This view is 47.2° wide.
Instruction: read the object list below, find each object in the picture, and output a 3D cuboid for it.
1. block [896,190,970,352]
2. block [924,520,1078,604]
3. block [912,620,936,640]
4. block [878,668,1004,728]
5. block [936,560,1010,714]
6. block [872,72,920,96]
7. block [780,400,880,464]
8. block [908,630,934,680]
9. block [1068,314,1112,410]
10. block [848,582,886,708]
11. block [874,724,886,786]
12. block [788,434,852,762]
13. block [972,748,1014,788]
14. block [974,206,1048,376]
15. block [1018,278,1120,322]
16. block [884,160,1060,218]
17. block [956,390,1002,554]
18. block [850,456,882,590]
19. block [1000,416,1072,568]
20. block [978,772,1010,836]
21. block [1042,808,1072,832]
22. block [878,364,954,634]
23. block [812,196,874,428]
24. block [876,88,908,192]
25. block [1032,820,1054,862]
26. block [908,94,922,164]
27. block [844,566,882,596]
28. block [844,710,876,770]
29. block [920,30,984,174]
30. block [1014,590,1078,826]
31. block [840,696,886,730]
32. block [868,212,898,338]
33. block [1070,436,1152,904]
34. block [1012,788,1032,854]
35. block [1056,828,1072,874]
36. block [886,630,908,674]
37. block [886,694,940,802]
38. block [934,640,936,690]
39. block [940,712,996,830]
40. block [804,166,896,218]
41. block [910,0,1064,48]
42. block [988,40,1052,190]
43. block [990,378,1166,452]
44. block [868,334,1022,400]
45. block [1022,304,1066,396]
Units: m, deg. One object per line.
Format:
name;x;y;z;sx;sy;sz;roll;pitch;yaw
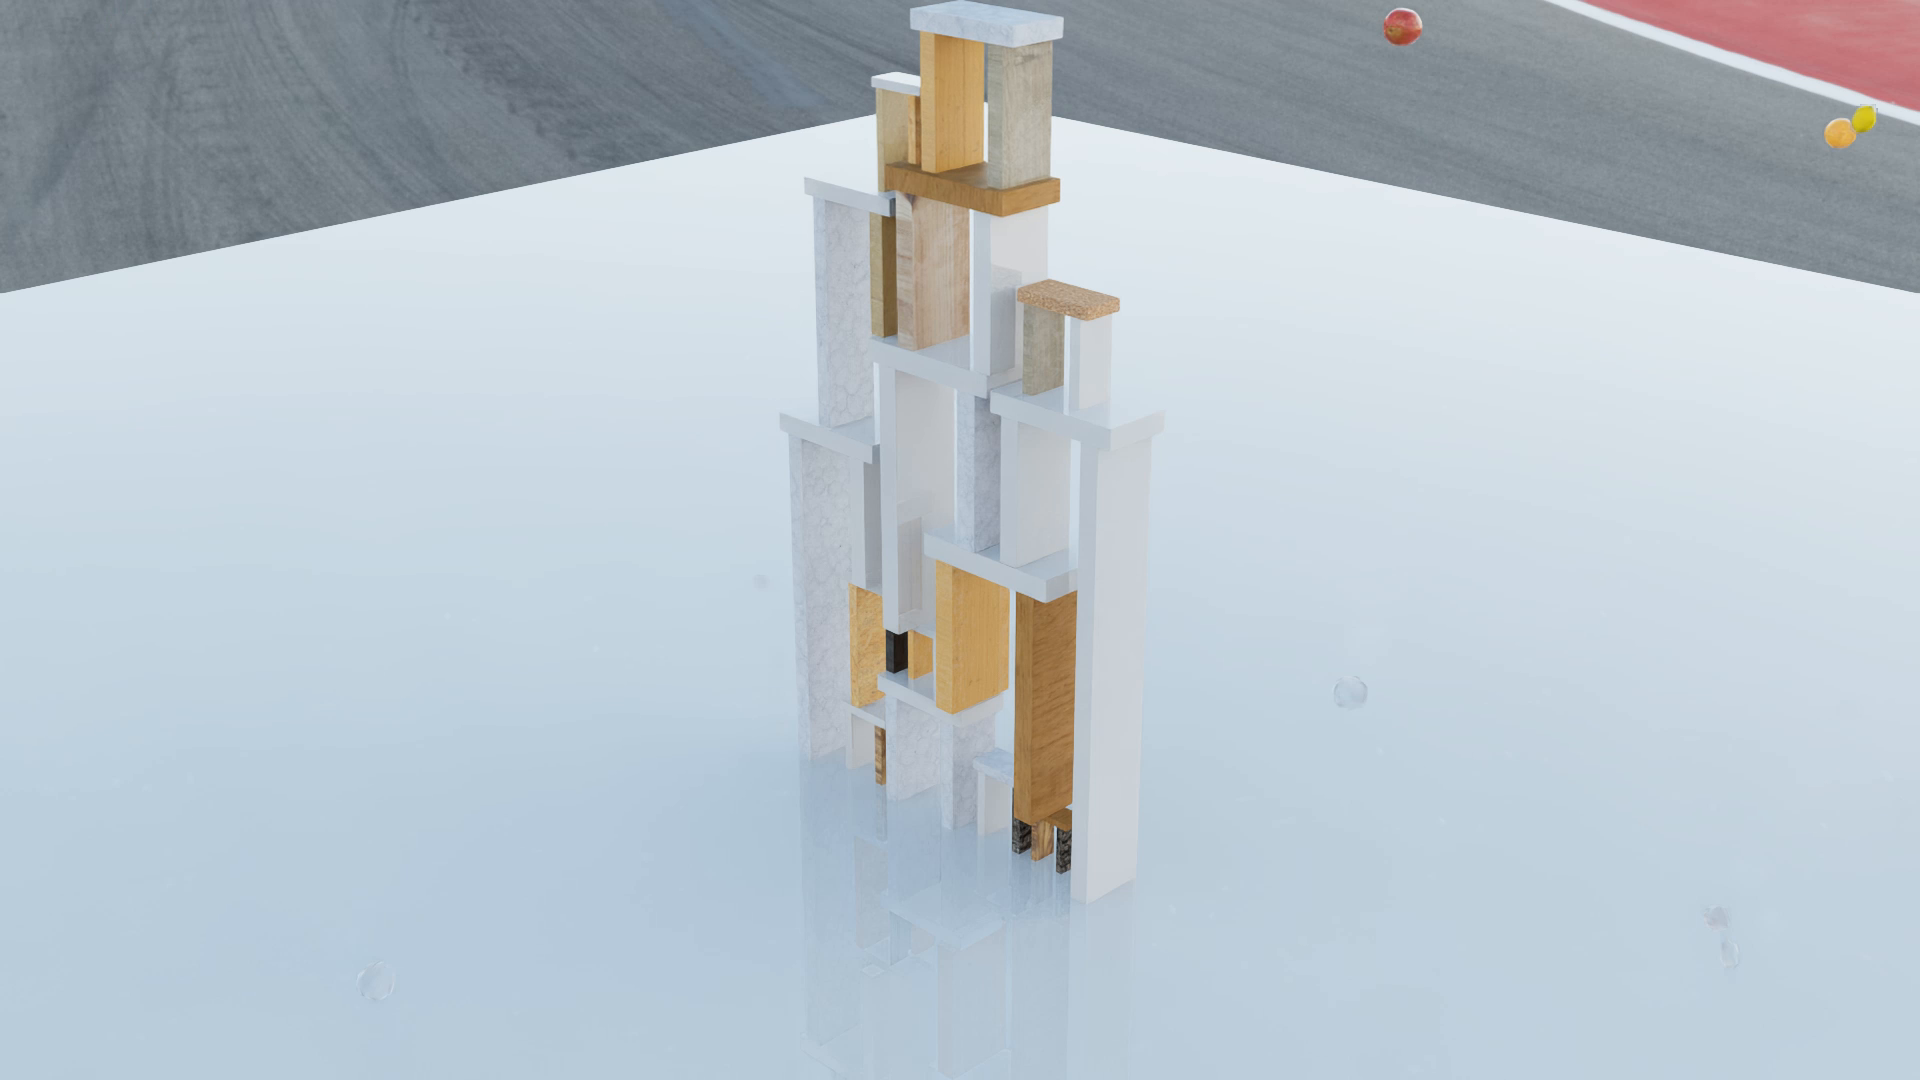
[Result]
block;-0.049;-0.509;4.052;0.042;0.295;0.148;21;31;40
block;0.099;0.029;4.130;0.158;0.045;0.316;-21;31;-41
block;-0.053;0.172;4.359;0.109;0.015;0.054;21;31;41
block;-0.040;0.302;4.394;0.238;0.034;0.119;21;31;41
block;0.025;0.166;4.269;0.045;0.316;0.158;21;31;41
block;-0.095;-0.822;3.964;0.124;0.018;0.062;21;32;40
block;-0.217;-0.219;4.362;0.273;0.039;0.136;21;31;41
block;-0.079;0.220;4.407;0.015;0.109;0.054;21;31;41
block;0.228;-0.316;3.837;0.024;0.167;0.083;21;31;41
block;-0.189;0.205;4.523;0.023;0.278;0.081;21;31;41
block;-0.145;0.435;4.562;0.019;0.136;0.068;21;31;41
block;-0.281;0.109;4.571;0.039;0.729;0.136;21;31;41
block;0.101;0.450;4.310;0.142;0.020;0.071;21;31;41
block;0.090;-0.454;3.924;0.042;0.295;0.148;22;31;41
block;0.189;-0.419;3.835;0.167;0.024;0.083;22;32;40
block;0.020;-0.636;3.921;0.295;0.042;0.148;22;31;41
block;0.065;-0.146;4.085;0.156;0.311;0.044;-21;31;-41
block;-0.153;-0.051;4.364;0.039;0.273;0.136;21;31;41
block;0.139;-0.105;4.021;0.143;0.286;0.041;-21;31;-41
block;0.067;0.512;4.372;0.020;0.142;0.071;21;31;41
block;0.185;0.529;4.242;0.049;0.014;0.099;-21;31;-41
block;-0.081;-0.094;4.266;0.044;0.548;0.156;21;31;41
block;-0.224;-0.451;4.273;0.034;0.458;0.118;21;31;41
block;-0.124;-0.738;4.033;0.062;0.191;0.018;-22;31;-40
block;0.161;0.572;4.285;0.014;0.099;0.050;21;31;41
block;-0.065;-0.746;3.966;0.062;0.124;0.018;-22;31;-40
block;-0.151;0.082;4.430;0.161;0.023;0.081;21;31;41
block;-0.209;0.410;4.621;0.019;0.136;0.068;21;31;41
block;-0.013;-0.785;3.902;0.035;0.247;0.123;21;31;40
block;0.174;0.297;4.163;0.158;0.475;0.045;-21;31;-41
block;-0.177;0.351;4.561;0.136;0.019;0.068;21;31;41
block;-0.114;-0.509;4.126;0.034;0.237;0.118;22;31;40
block;0.274;0.239;4.021;0.041;0.919;0.143;21;31;41
block;0.134;0.538;4.310;0.020;0.142;0.071;21;31;41
block;0.208;0.591;4.242;0.014;0.099;0.050;21;31;41
block;-0.113;0.181;4.430;0.023;0.161;0.081;21;31;41
block;-0.096;0.406;4.499;0.034;0.239;0.119;21;31;41
block;-0.028;0.240;4.359;0.054;0.109;0.015;-21;31;-41
block;0.016;0.450;4.395;0.034;0.238;0.119;21;31;41
block;-0.170;-0.655;4.124;0.118;0.034;0.237;-22;31;-40
block;0.045;-0.892;3.793;0.247;0.035;0.123;21;31;40
block;0.103;-0.739;3.795;0.035;0.247;0.123;21;31;40
block;0.206;-0.229;3.895;0.286;0.041;0.143;21;31;41
block;-0.008;-0.338;4.083;0.311;0.044;0.156;21;31;40
block;0.149;-0.347;3.909;0.024;0.166;0.083;21;31;41
